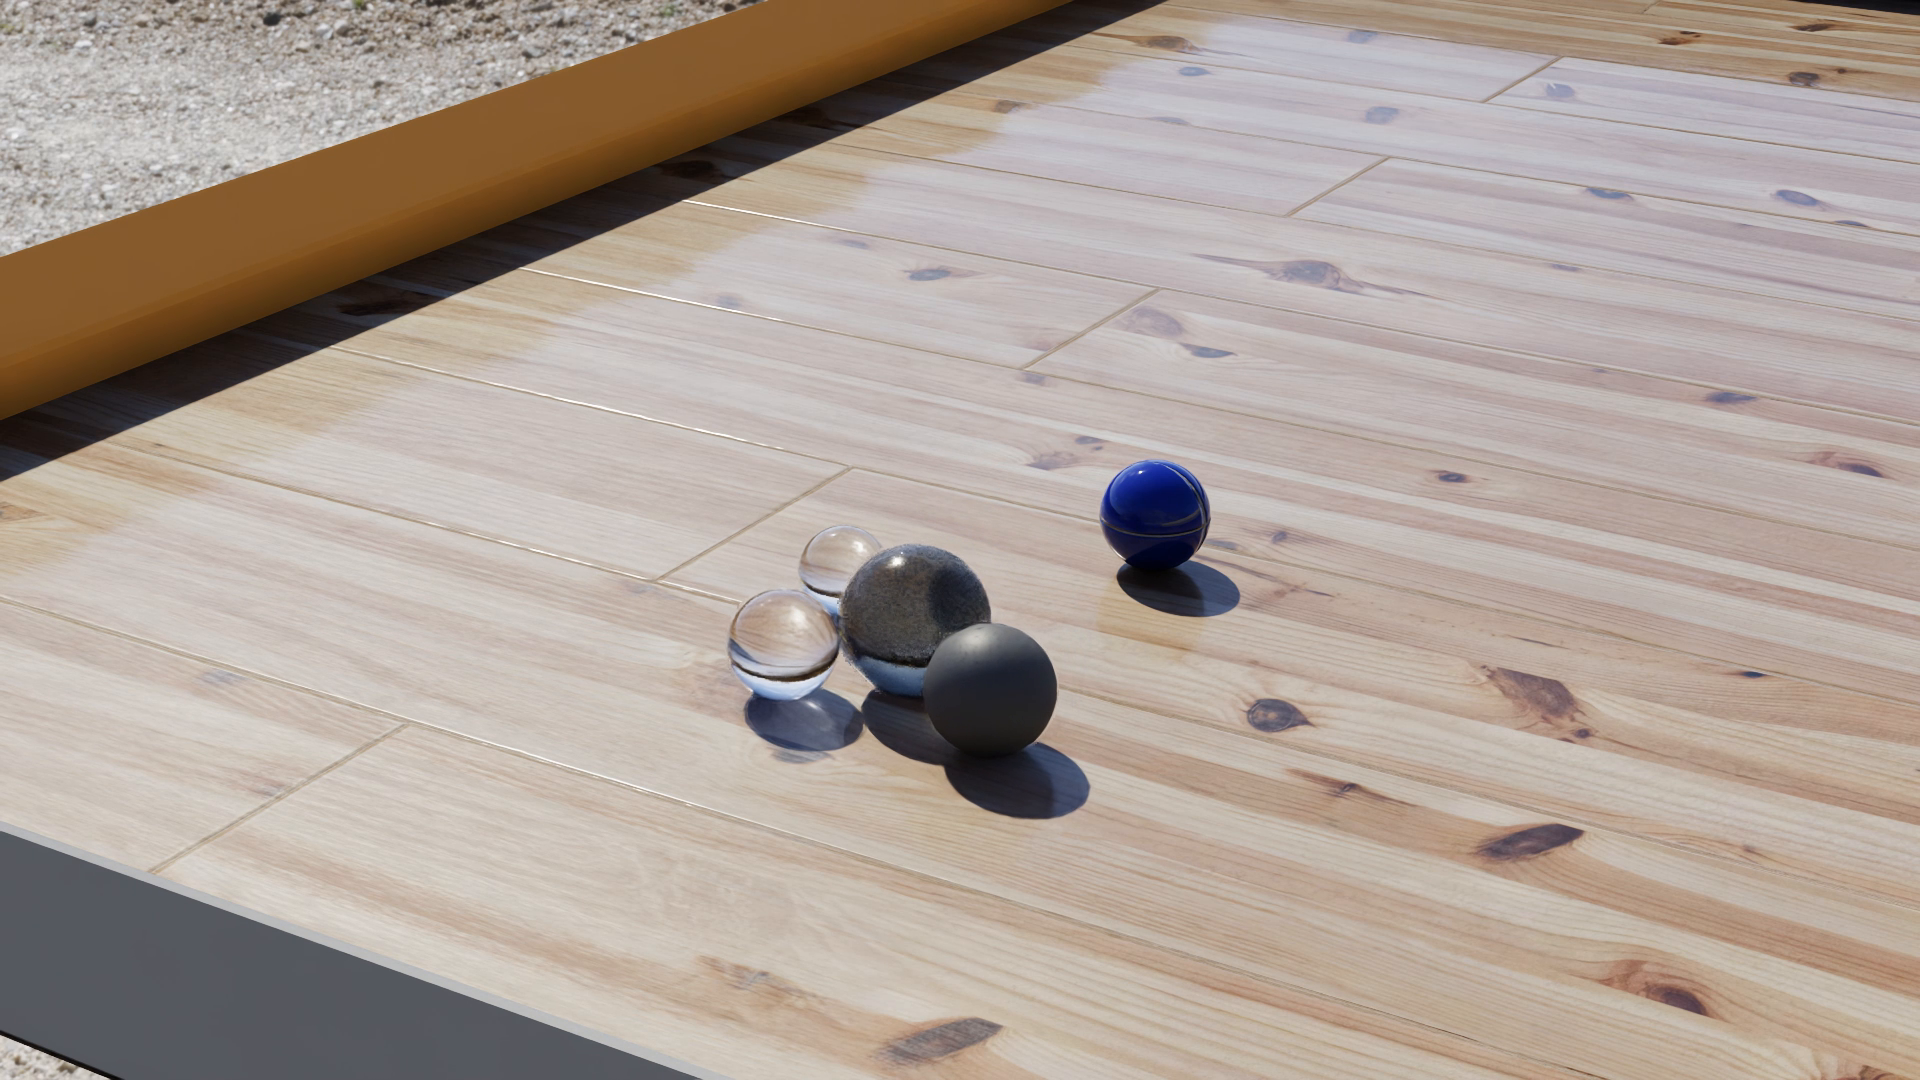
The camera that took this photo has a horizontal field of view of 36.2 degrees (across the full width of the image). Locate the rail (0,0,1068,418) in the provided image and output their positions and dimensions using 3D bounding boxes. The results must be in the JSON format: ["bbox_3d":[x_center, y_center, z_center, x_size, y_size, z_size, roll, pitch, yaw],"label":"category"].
[{"bbox_3d":[-0.304,-0.423,2.904,0.045,0.125,2.877,13,26,28],"label":"rail"}]

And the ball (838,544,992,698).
[{"bbox_3d":[-0.028,0.050,1.828,0.096,0.096,0.096,0,23,0],"label":"ball"}]

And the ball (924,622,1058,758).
[{"bbox_3d":[0.018,0.089,1.756,0.080,0.080,0.080,0,23,0],"label":"ball"}]

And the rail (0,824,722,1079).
[{"bbox_3d":[-0.359,0.210,1.413,1.625,0.125,0.045,13,26,28],"label":"rail"}]

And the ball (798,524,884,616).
[{"bbox_3d":[-0.077,0.020,1.945,0.061,0.061,0.061,0,23,0],"label":"ball"}]

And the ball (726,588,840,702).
[{"bbox_3d":[-0.110,0.065,1.826,0.071,0.071,0.071,0,23,0],"label":"ball"}]

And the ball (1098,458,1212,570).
[{"bbox_3d":[0.133,-0.017,2.012,0.077,0.077,0.077,0,23,0],"label":"ball"}]
